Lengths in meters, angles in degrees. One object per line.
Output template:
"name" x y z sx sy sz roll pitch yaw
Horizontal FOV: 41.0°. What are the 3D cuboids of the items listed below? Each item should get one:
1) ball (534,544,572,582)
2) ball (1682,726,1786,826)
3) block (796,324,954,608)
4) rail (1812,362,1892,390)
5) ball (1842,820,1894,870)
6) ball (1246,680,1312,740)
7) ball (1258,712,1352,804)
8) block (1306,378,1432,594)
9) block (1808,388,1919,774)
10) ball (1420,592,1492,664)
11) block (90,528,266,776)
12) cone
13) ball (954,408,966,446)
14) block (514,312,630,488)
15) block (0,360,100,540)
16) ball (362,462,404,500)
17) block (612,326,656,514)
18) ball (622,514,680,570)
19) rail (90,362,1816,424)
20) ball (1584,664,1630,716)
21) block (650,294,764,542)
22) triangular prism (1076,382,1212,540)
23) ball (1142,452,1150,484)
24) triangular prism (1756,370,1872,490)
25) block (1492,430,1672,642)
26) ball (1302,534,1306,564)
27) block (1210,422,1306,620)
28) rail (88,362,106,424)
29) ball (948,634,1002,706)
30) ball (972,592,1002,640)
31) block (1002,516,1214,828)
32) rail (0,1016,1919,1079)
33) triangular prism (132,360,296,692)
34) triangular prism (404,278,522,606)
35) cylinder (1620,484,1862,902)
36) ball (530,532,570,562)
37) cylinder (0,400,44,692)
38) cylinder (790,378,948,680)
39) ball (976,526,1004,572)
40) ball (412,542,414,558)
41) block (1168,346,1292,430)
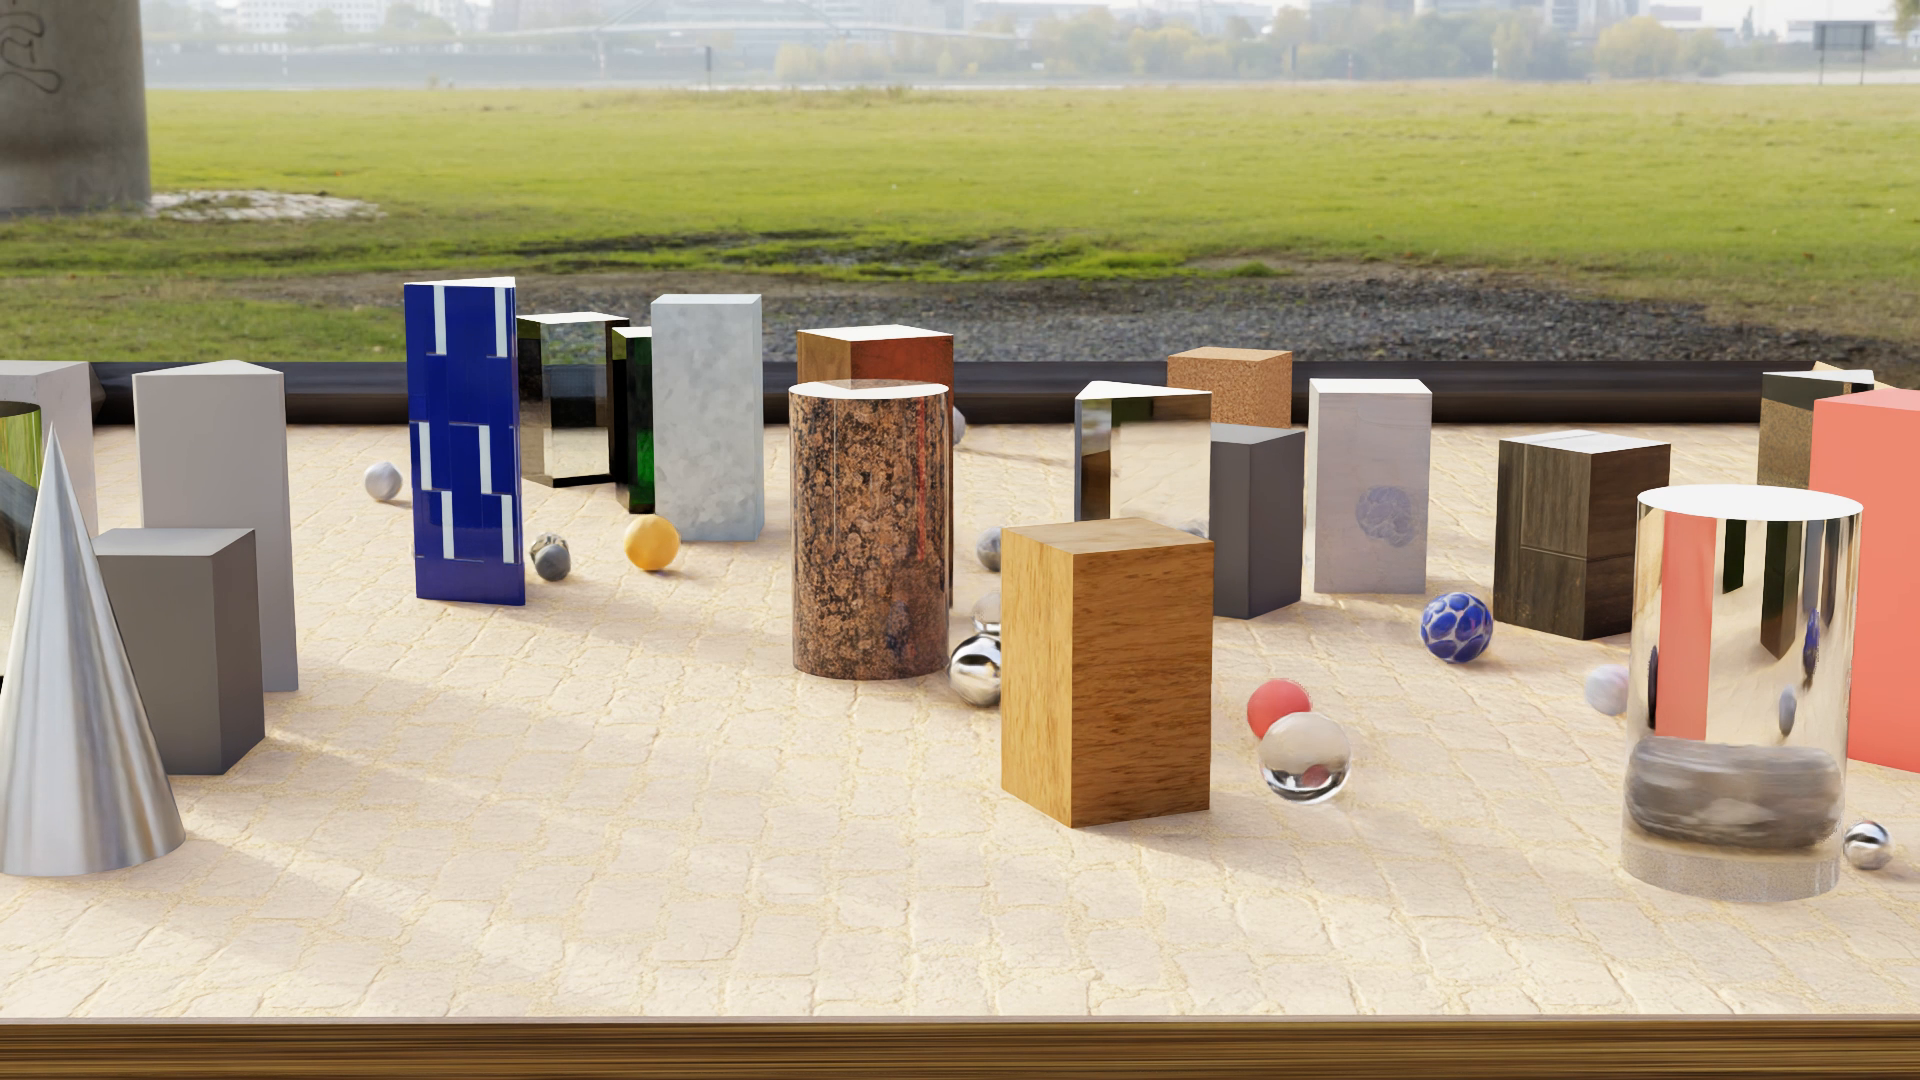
"ball" -0.578 0.033 3.649 0.053 0.053 0.053 0 11 0
"ball" 0.747 0.228 2.479 0.096 0.096 0.096 0 11 0
"block" -0.114 -0.095 3.467 0.154 0.371 0.154 -6 12 -30
"rail" 1.741 0.030 3.459 0.045 0.125 3.663 0 11 0
"ball" 0.829 0.279 2.343 0.046 0.046 0.046 0 11 0
"ball" 0.345 0.187 2.775 0.071 0.071 0.071 0 11 0
"ball" 0.343 0.217 2.551 0.093 0.093 0.093 0 11 0
"block" 0.574 -0.078 3.621 0.154 0.281 0.154 1 11 3
"block" 1.009 0.039 2.730 0.154 0.377 0.154 -9 14 -41
"ball" 0.610 0.107 3.153 0.088 0.088 0.088 0 11 0
"block" -0.840 0.115 2.716 0.154 0.232 0.154 0 11 1
"cone" -0.832 0.089 2.387 0.193 0.404 0.193 0 11 0
"ball" -0.029 -0.218 4.918 0.082 0.082 0.082 0 11 0
"block" -0.685 -0.250 4.533 0.154 0.286 0.154 -7 13 -33
"block" -1.255 -0.064 3.407 0.154 0.332 0.154 1 11 6
"ball" -0.972 -0.099 4.323 0.067 0.067 0.067 0 11 0
"block" -0.486 -0.202 4.259 0.154 0.291 0.154 -3 11 -16
"ball" -0.449 0.004 3.727 0.081 0.081 0.081 0 11 0
"rail" -0.010 -0.298 5.226 3.530 0.125 0.045 0 11 0
"ball" 0.736 0.169 2.899 0.059 0.059 0.059 0 11 0
"block" -0.392 -0.193 4.006 0.154 0.367 0.154 0 11 1
"triangular prism" 0.186 -0.002 3.014 0.167 0.354 0.145 -4 11 -20
"ball" 0.356 -0.122 4.387 0.088 0.088 0.088 0 11 0
"triangular prism" 1.246 -0.089 3.646 0.145 0.294 0.167 -9 14 -41
"block" 0.813 -0.009 3.360 0.154 0.242 0.154 -8 13 -35
"ball" 0.485 0.013 3.749 0.055 0.055 0.055 0 11 0
"block" 0.361 -0.029 3.484 0.154 0.235 0.154 7 13 34
"rail" -1.741 0.034 3.439 0.045 0.125 3.663 0 11 0
"ball" 0.027 0.150 2.942 0.082 0.082 0.082 0 11 0
"ball" 0.046 0.097 3.275 0.063 0.063 0.063 0 11 0
"block" 0.144 0.127 2.549 0.154 0.269 0.154 -5 12 -24
"rail" 0.010 0.363 1.672 3.530 0.125 0.045 0 11 0
"triangular prism" -0.869 -0.019 3.049 0.167 0.375 0.145 -1 11 -4
"triangular prism" -0.649 -0.141 3.545 0.167 0.433 0.145 4 11 19
"cylinder" 0.704 0.133 2.320 0.193 0.341 0.193 0 11 0
"ball" -0.592 0.017 3.700 0.057 0.057 0.057 0 11 0
"cylinder" -1.172 0.011 3.017 0.193 0.328 0.193 0 11 0
"cylinder" -0.110 -0.016 3.130 0.193 0.339 0.193 0 11 0
"ball" 0.056 0.013 3.720 0.066 0.066 0.066 0 11 0
"ball" -0.775 0.014 3.749 0.053 0.053 0.053 0 11 0
"block" 0.436 -0.170 4.159 0.154 0.265 0.154 5 12 27
